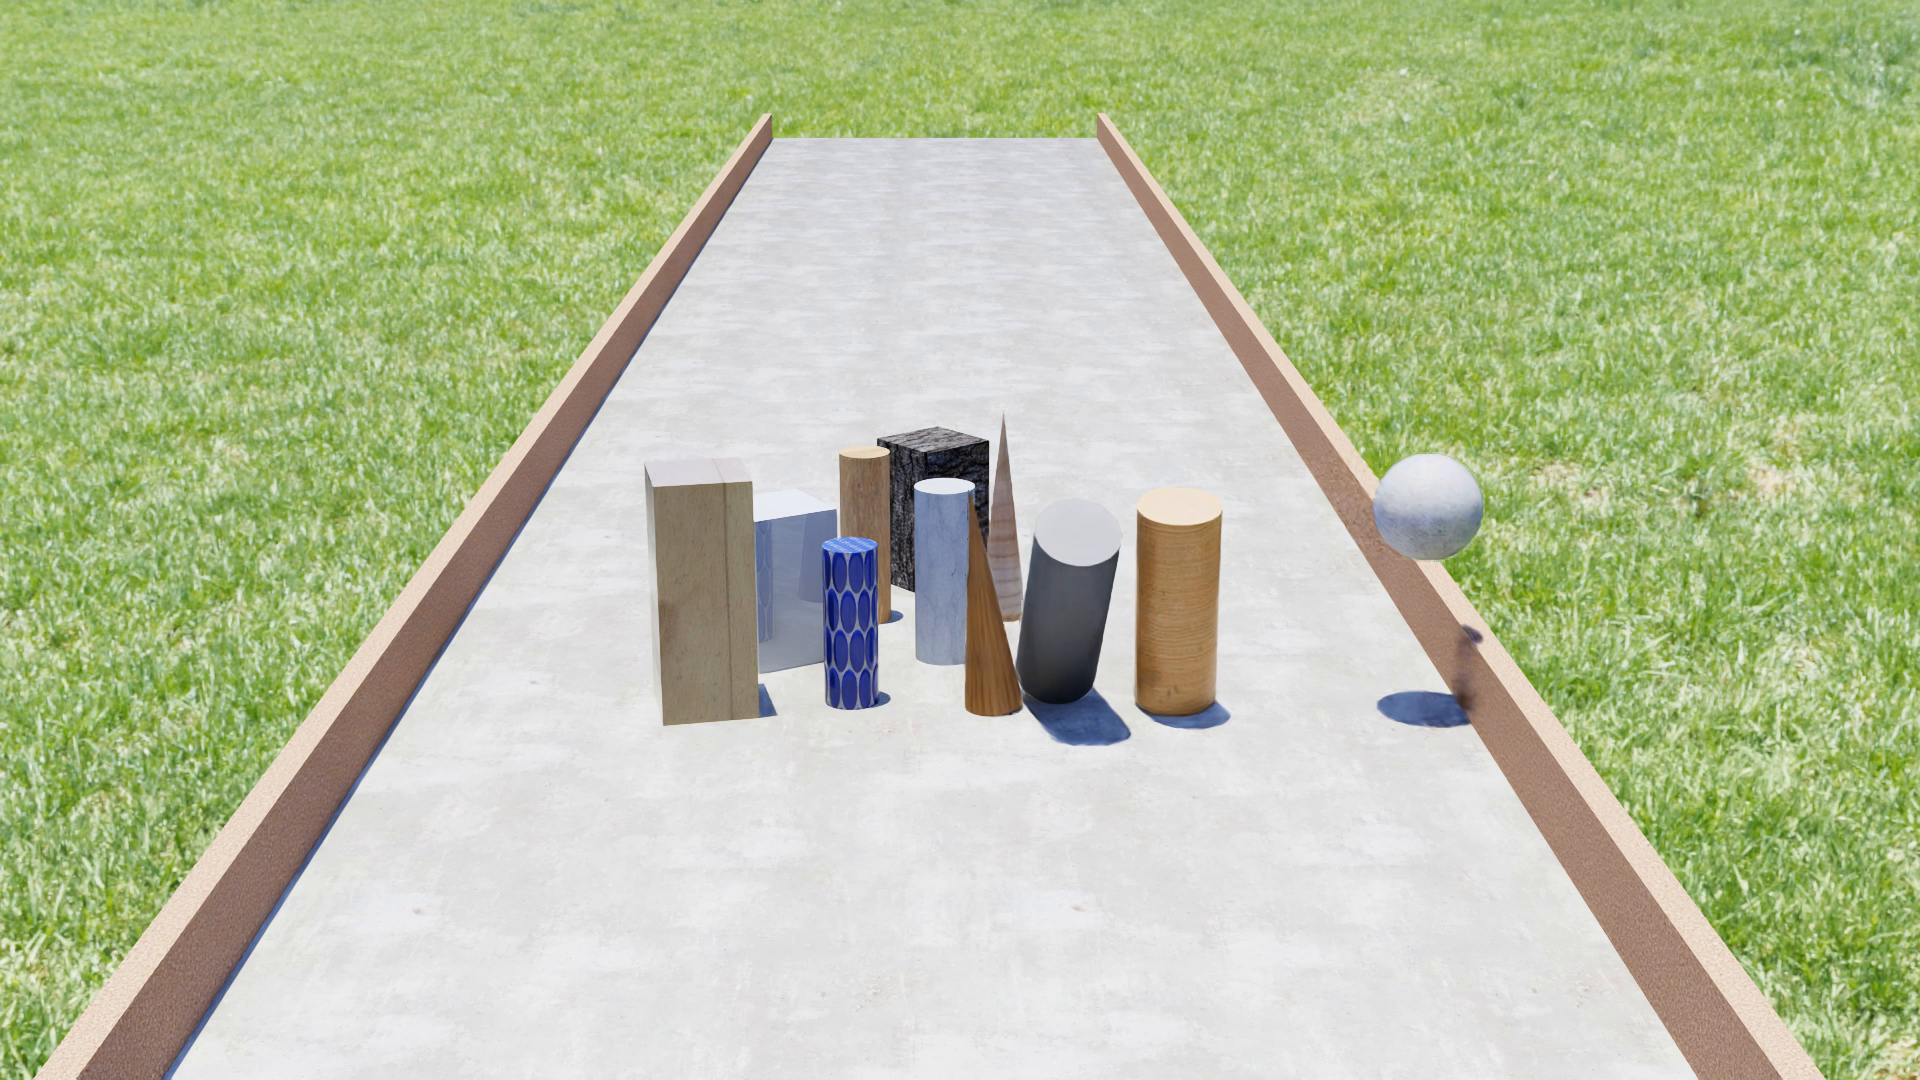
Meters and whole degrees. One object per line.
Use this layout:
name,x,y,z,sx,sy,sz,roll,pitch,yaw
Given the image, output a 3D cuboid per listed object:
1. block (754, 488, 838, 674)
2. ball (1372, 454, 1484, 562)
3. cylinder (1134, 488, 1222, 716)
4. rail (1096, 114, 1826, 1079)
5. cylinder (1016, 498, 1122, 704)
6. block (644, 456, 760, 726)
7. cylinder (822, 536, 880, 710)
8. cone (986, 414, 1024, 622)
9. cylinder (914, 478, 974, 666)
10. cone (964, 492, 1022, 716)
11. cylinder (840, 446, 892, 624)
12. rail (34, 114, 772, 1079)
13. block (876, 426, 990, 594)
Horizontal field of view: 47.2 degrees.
block,-0.365,0.080,4.409,0.179,0.313,0.179,-10,19,-30
ball,0.857,-0.060,4.028,0.198,0.198,0.198,0,17,0
cylinder,0.404,0.117,4.090,0.156,0.403,0.156,-1,27,1
rail,0.932,-0.844,7.801,0.050,0.150,12.000,0,17,-1
cylinder,0.197,0.119,4.070,0.157,0.414,0.157,2,50,-3
block,-0.482,0.094,4.106,0.179,0.459,0.179,-4,17,-12
cylinder,-0.206,0.158,4.153,0.104,0.310,0.104,0,17,0
cone,0.091,-0.057,4.627,0.102,0.451,0.102,0,17,0
cylinder,-0.030,0.064,4.389,0.120,0.356,0.120,0,17,0
cone,0.041,0.106,4.073,0.111,0.442,0.111,-5,24,2
cylinder,-0.199,-0.009,4.618,0.105,0.364,0.105,0,17,0
rail,-1.118,-0.838,7.780,0.050,0.150,12.000,0,17,-1
block,-0.059,-0.065,4.872,0.175,0.326,0.175,-14,21,-39
